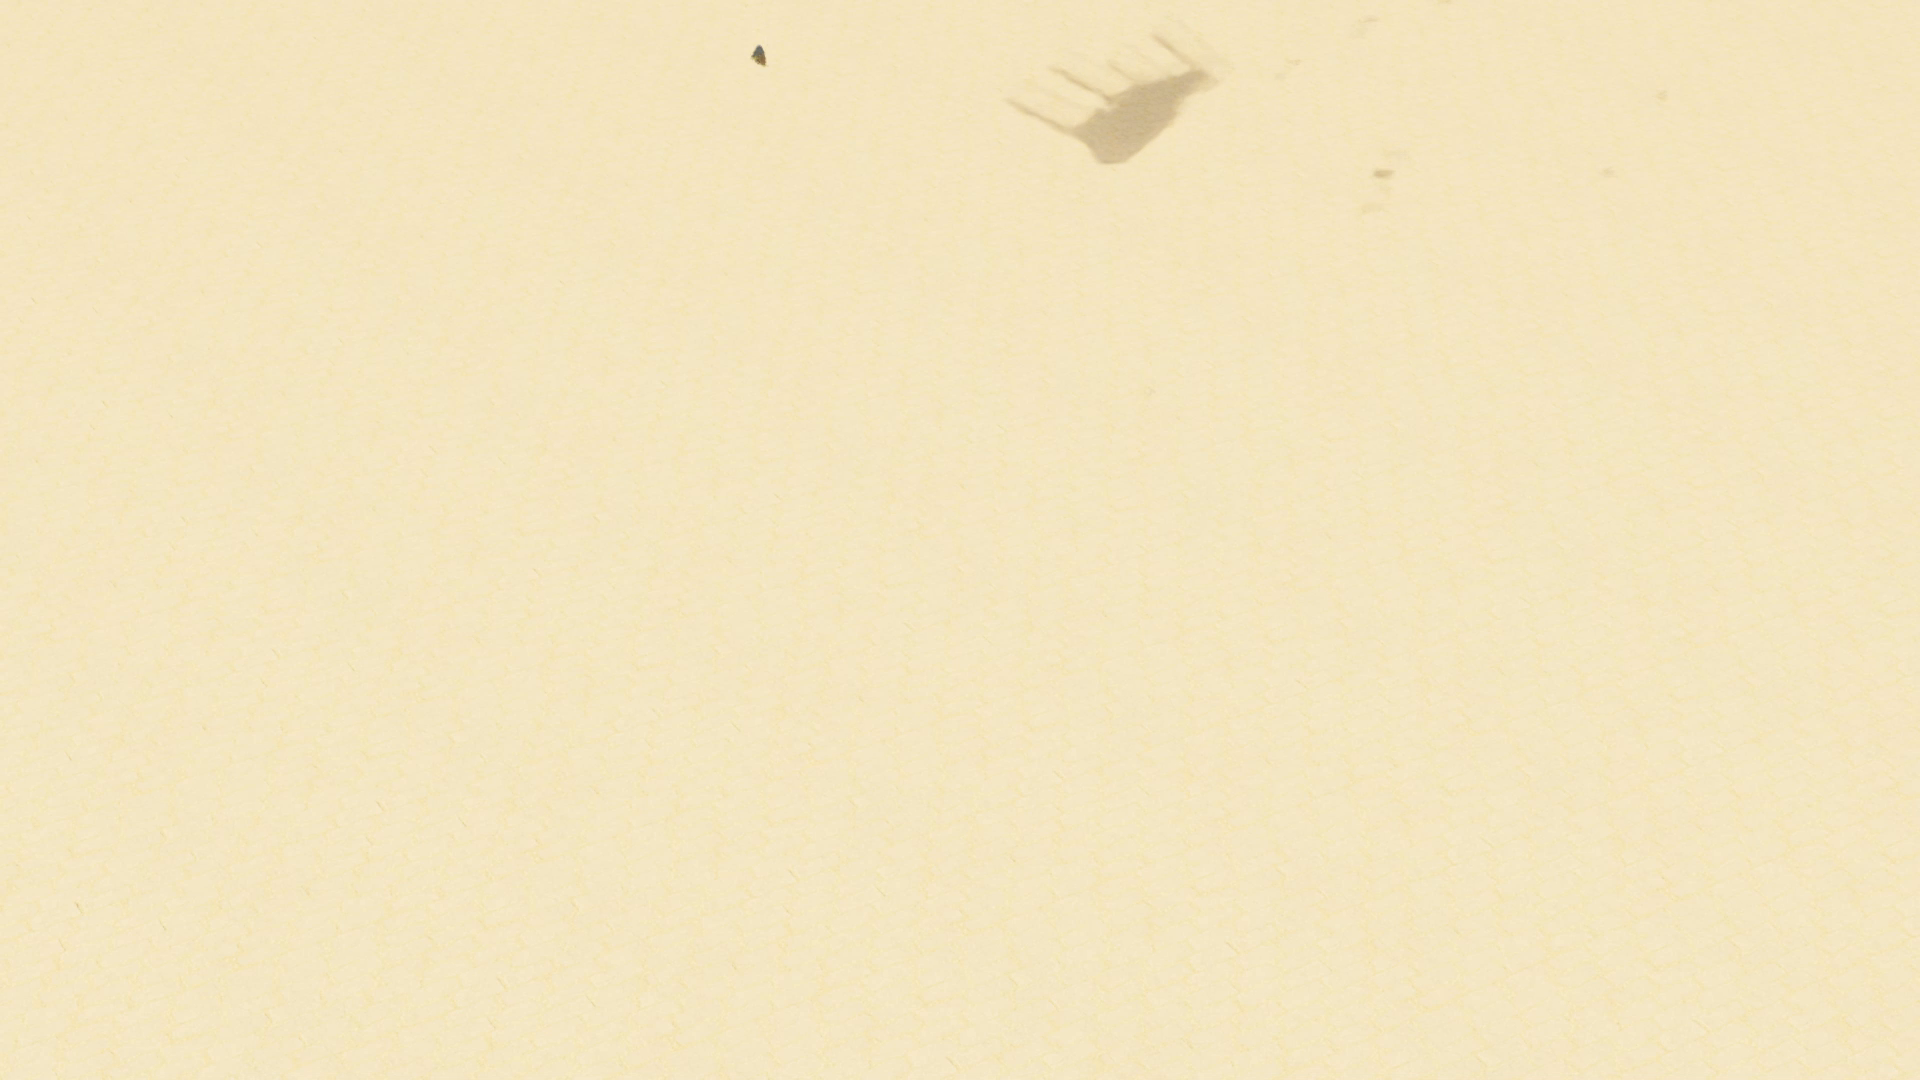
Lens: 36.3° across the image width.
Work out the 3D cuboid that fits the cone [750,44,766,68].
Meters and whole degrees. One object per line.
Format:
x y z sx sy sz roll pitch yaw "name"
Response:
-0.552 -1.305 7.925 0.035 0.068 0.057 -22 36 -21 "cone"
